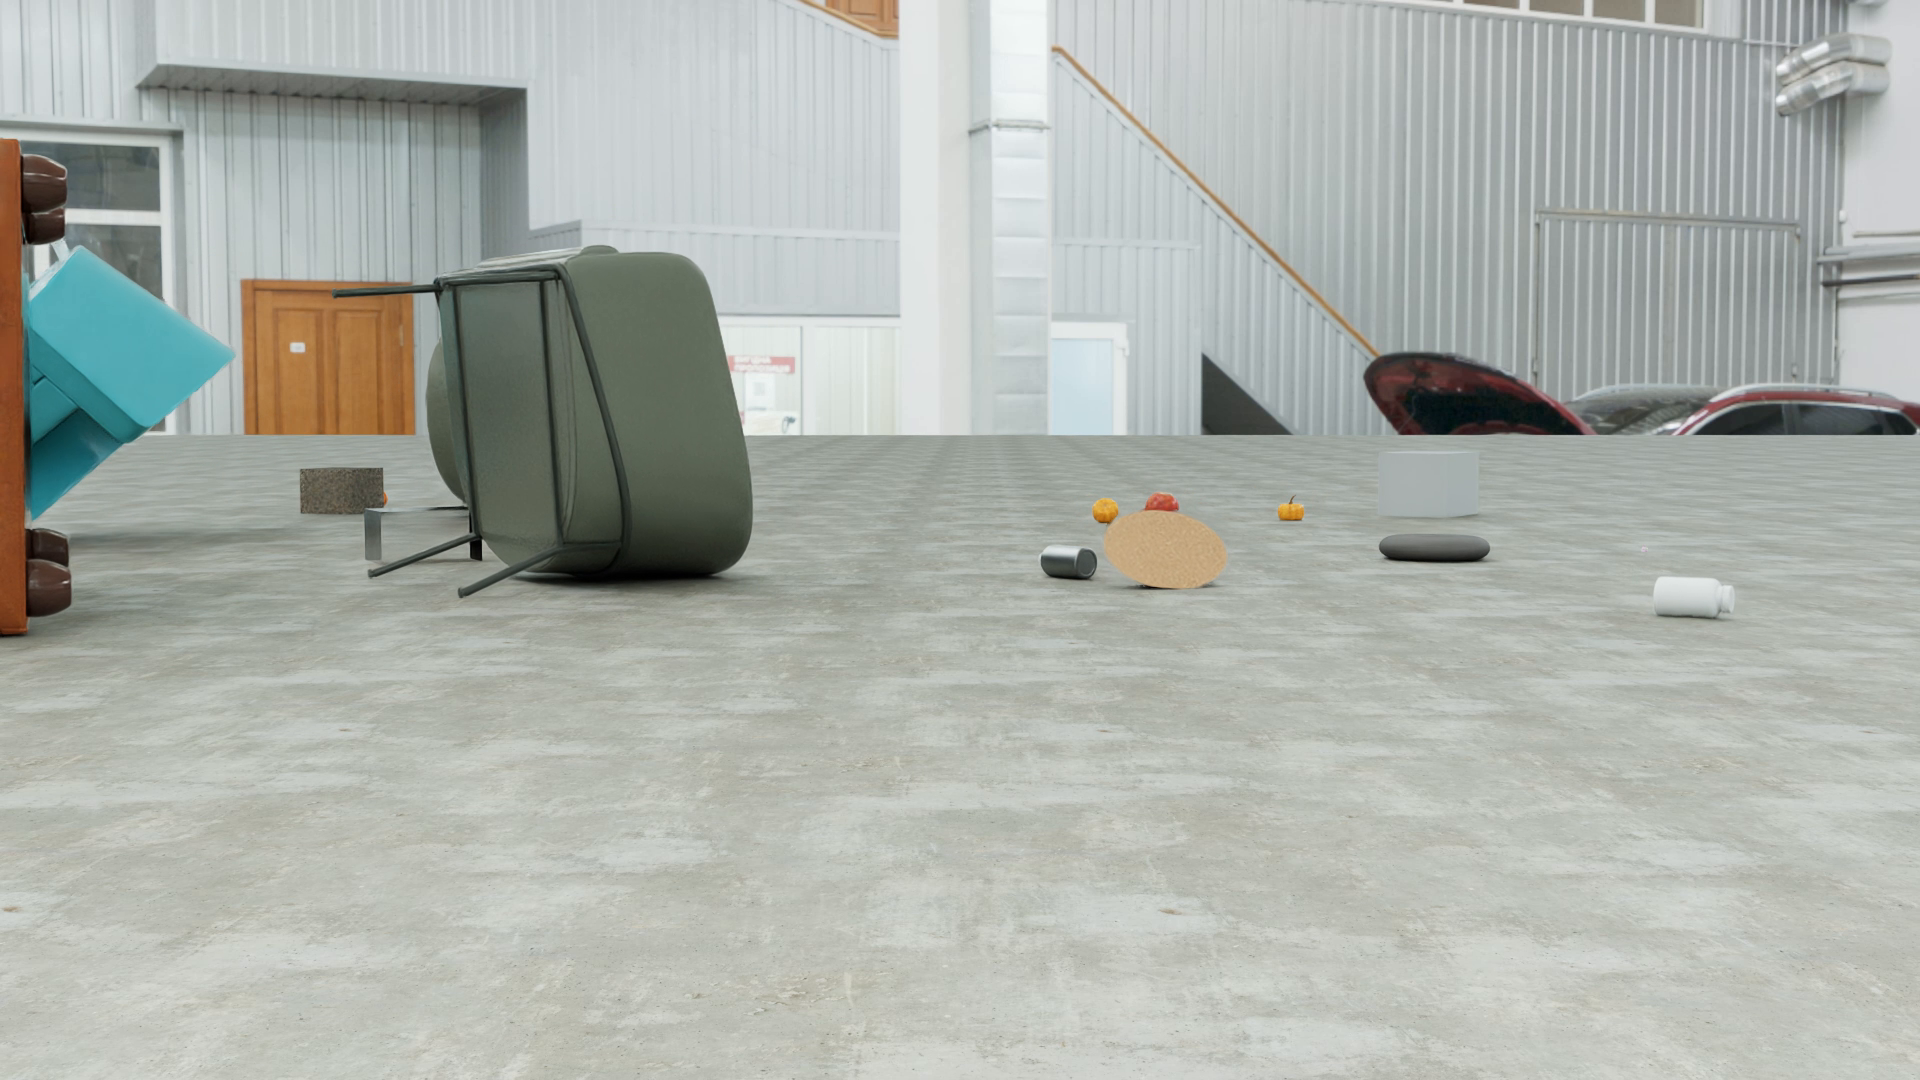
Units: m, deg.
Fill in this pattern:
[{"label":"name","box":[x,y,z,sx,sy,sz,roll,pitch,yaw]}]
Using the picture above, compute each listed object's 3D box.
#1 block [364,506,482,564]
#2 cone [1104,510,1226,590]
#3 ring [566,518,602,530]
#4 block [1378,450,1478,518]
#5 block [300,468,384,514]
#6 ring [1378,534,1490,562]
[{"label":"block","box":[-1.404,-0.013,5.751,0.262,0.136,0.174,-2,4,-28]},{"label":"cone","box":[0.452,0.060,5.050,0.302,0.230,0.126,-3,-38,-21]},{"label":"ring","box":[-1.197,-0.050,7.016,0.116,0.036,0.150,-1,5,1]},{"label":"block","box":[1.676,-0.202,7.864,0.255,0.223,0.303,3,5,34]},{"label":"block","box":[-2.247,-0.180,8.000,0.210,0.160,0.214,1,4,17]},{"label":"ring","box":[1.254,0.019,5.814,0.295,0.062,0.275,3,4,45]}]
